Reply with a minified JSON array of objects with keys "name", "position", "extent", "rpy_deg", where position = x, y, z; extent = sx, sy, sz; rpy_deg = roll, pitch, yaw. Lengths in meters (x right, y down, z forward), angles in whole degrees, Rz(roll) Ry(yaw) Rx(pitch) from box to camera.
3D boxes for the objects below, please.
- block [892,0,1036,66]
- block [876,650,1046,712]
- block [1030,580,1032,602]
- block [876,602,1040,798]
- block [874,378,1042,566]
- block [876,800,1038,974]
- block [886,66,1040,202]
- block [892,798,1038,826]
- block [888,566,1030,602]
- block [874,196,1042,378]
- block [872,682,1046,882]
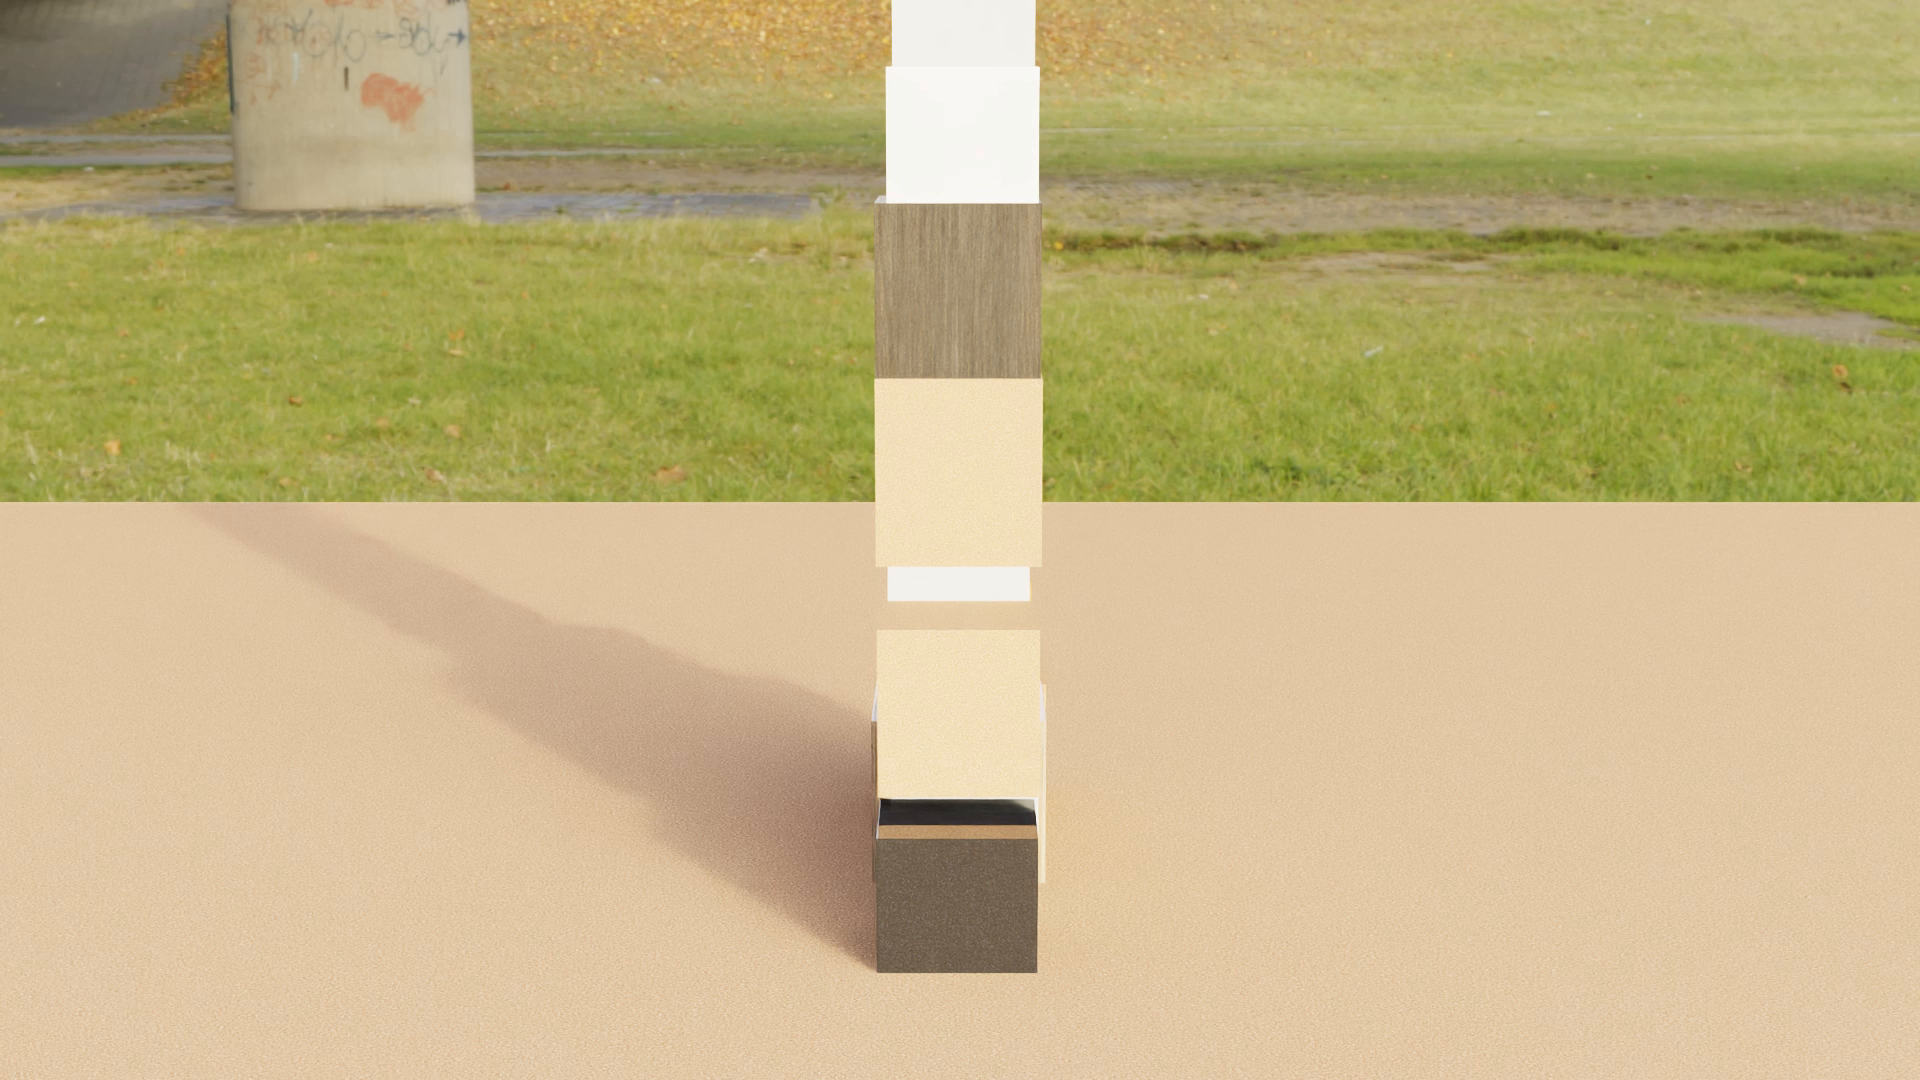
[{"name":"block","position":[0.015,-2.299,10.762],"extent":[0.587,0.620,0.576],"rpy_deg":[0,10,0]},{"name":"block","position":[0.003,0.955,12.326],"extent":[0.793,0.711,0.743],"rpy_deg":[0,10,0]},{"name":"block","position":[0.011,0.398,11.914],"extent":[0.621,0.501,0.630],"rpy_deg":[0,7,0]},{"name":"block","position":[-0.006,0.651,10.624],"extent":[0.655,0.694,0.573],"rpy_deg":[0,10,0]},{"name":"block","position":[-0.005,-0.344,11.118],"extent":[0.700,0.795,0.737],"rpy_deg":[0,10,0]},{"name":"block","position":[-0.011,1.391,10.367],"extent":[0.635,0.553,0.557],"rpy_deg":[0,10,0]},{"name":"block","position":[0.011,-1.722,10.867],"extent":[0.628,0.553,0.654],"rpy_deg":[0,10,0]},{"name":"block","position":[0.020,1.259,10.931],"extent":[0.609,0.612,0.580],"rpy_deg":[0,10,0]},{"name":"block","position":[-0.006,0.407,11.226],"extent":[0.599,0.721,0.678],"rpy_deg":[0,10,0]},{"name":"block","position":[-0.008,-1.092,10.982],"extent":[0.694,0.727,0.665],"rpy_deg":[0,10,0]},{"name":"block","position":[-0.005,1.080,11.582],"extent":[0.761,0.731,0.745],"rpy_deg":[0,10,0]}]
